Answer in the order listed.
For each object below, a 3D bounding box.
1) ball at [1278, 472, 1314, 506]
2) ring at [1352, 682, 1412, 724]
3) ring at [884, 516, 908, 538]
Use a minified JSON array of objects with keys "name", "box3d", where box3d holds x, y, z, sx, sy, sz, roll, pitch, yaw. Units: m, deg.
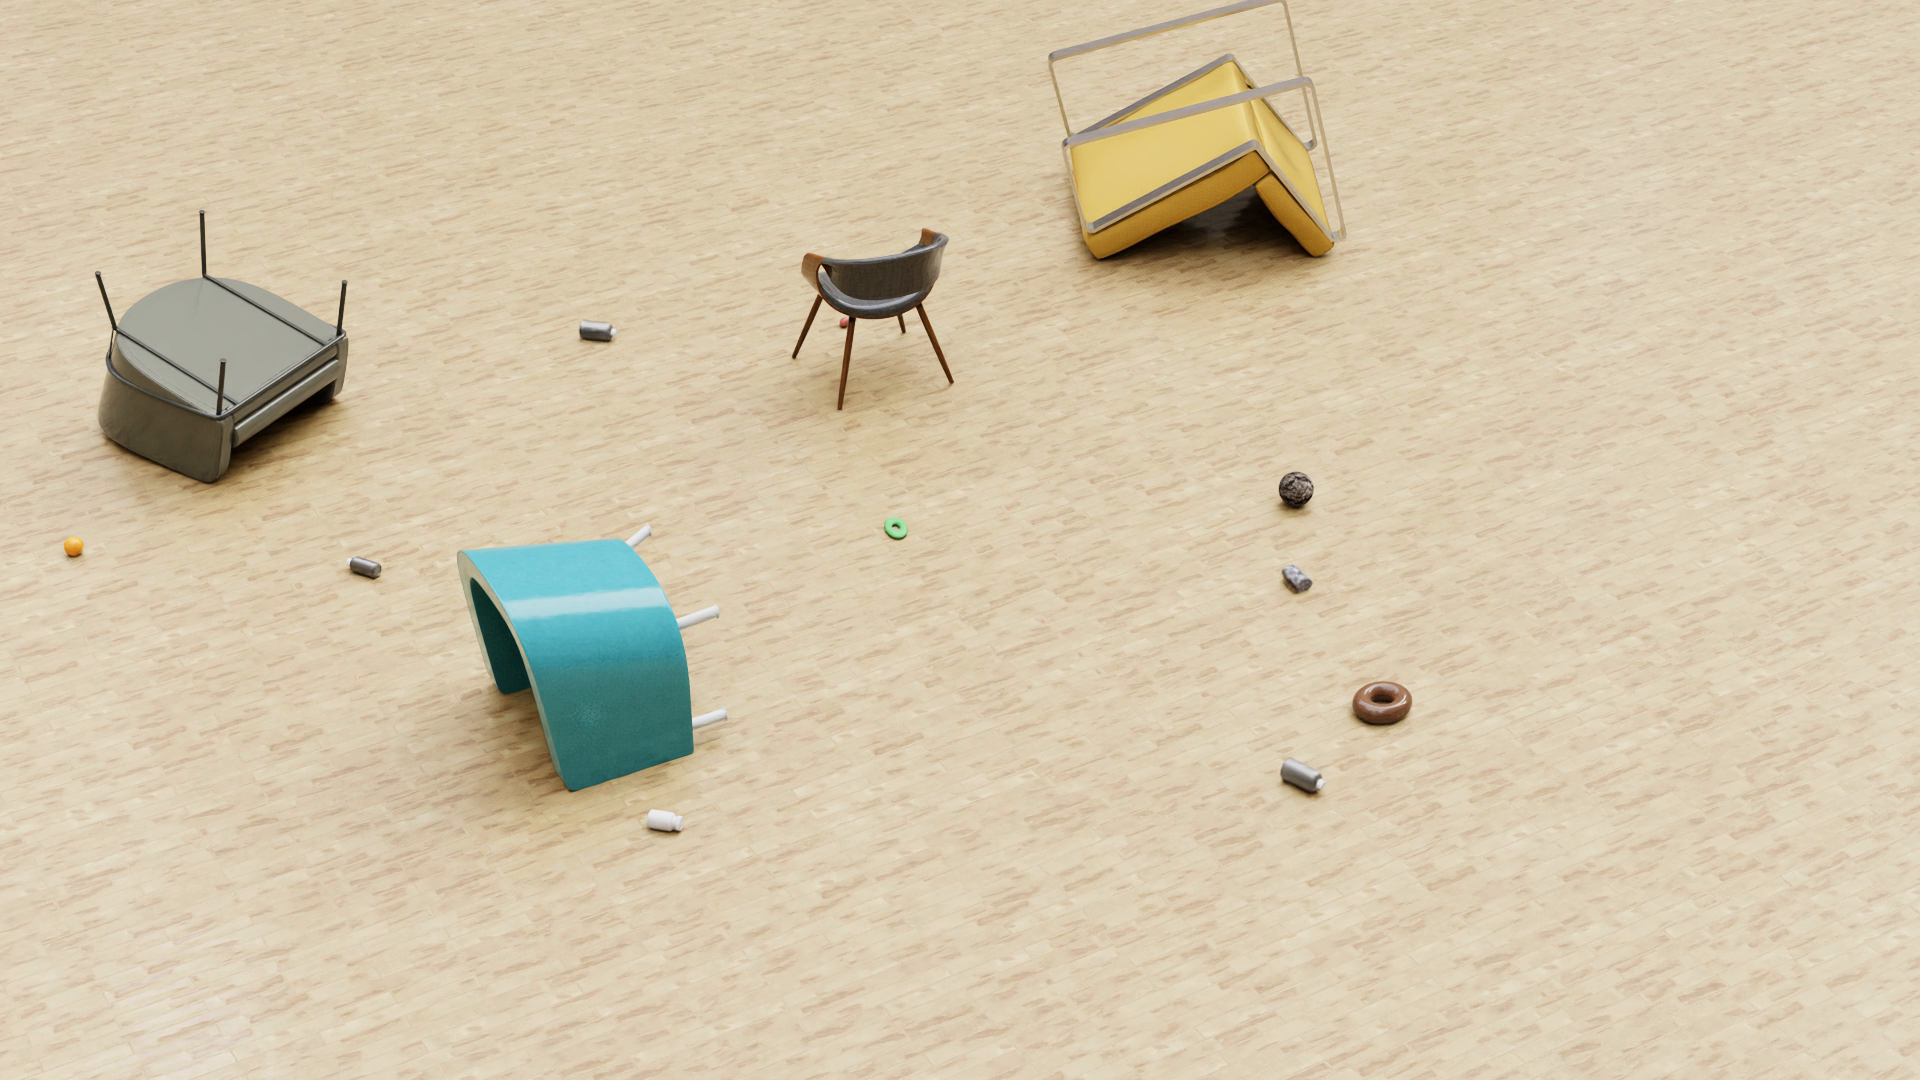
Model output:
[{"name":"ball","box3d":[1.275,-0.194,11.117,0.133,0.133,0.133,0,33,0]},{"name":"ring","box3d":[1.446,0.556,10.040,0.223,0.068,0.187,-21,40,-30]},{"name":"ring","box3d":[-0.240,-0.047,10.995,0.085,0.023,0.142,-7,35,-12]}]
